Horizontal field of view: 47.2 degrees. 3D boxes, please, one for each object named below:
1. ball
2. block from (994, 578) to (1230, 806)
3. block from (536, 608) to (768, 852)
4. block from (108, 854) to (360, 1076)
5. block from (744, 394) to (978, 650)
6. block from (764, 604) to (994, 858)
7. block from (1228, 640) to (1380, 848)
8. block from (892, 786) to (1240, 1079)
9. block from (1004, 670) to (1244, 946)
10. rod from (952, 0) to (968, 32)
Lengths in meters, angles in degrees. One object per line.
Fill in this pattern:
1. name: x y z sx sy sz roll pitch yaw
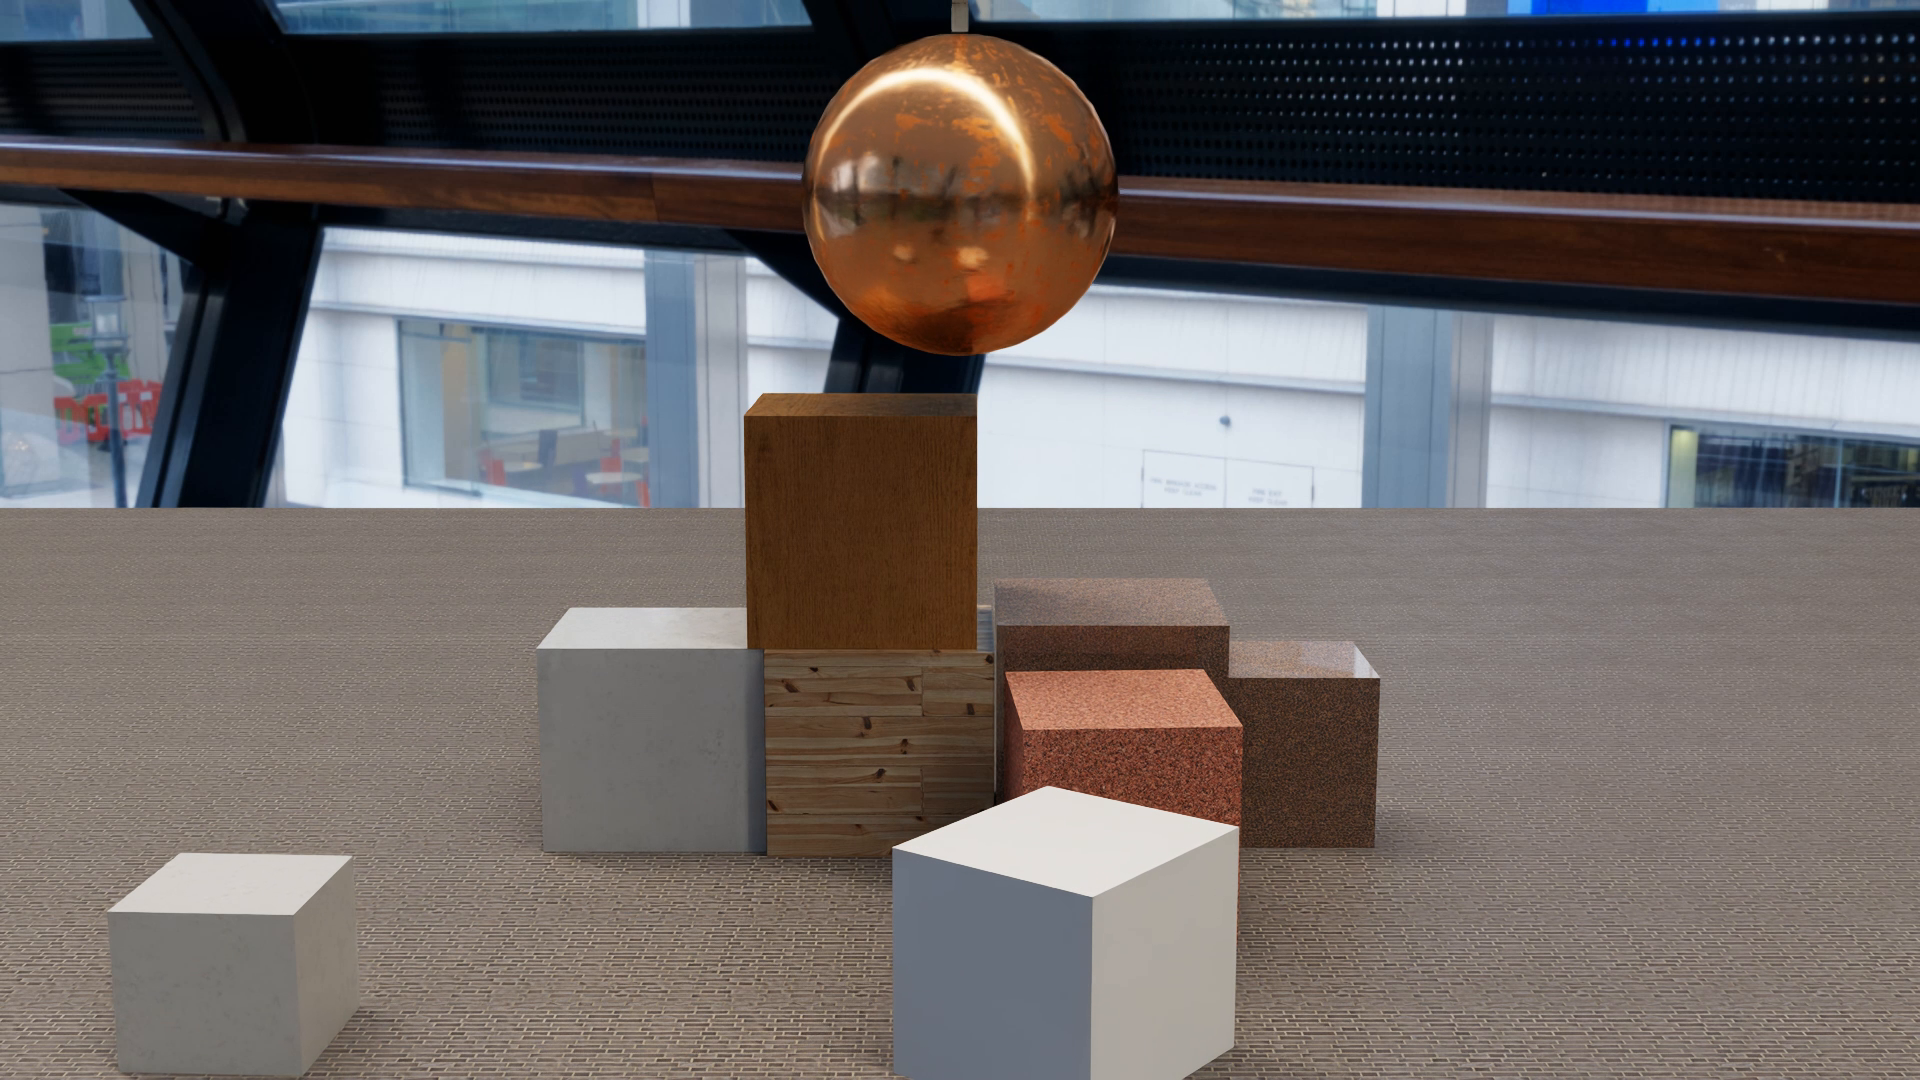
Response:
1. ball: 0.000 -1.729 11.051 1.600 1.600 1.600 0 10 0
2. block: 0.748 0.892 11.356 1.130 1.181 1.166 0 10 0
3. block: -1.524 0.960 11.369 1.116 1.043 0.956 0 10 0
4. block: -2.836 1.656 8.656 0.714 0.644 0.691 1 10 3
5. block: -0.476 -0.117 11.165 1.127 1.151 0.970 0 10 0
6. block: -0.394 0.961 11.369 1.125 1.041 1.123 0 10 0
7. block: 1.702 1.042 11.377 0.764 0.878 0.816 0 10 0
8. block: 0.411 1.569 8.428 0.904 0.897 1.006 8 13 37
9. block: 0.720 1.211 10.107 0.956 1.000 1.053 -1 10 -3
10. rod: 0.000 -5.054 10.342 0.080 5.200 0.080 0 12 0
